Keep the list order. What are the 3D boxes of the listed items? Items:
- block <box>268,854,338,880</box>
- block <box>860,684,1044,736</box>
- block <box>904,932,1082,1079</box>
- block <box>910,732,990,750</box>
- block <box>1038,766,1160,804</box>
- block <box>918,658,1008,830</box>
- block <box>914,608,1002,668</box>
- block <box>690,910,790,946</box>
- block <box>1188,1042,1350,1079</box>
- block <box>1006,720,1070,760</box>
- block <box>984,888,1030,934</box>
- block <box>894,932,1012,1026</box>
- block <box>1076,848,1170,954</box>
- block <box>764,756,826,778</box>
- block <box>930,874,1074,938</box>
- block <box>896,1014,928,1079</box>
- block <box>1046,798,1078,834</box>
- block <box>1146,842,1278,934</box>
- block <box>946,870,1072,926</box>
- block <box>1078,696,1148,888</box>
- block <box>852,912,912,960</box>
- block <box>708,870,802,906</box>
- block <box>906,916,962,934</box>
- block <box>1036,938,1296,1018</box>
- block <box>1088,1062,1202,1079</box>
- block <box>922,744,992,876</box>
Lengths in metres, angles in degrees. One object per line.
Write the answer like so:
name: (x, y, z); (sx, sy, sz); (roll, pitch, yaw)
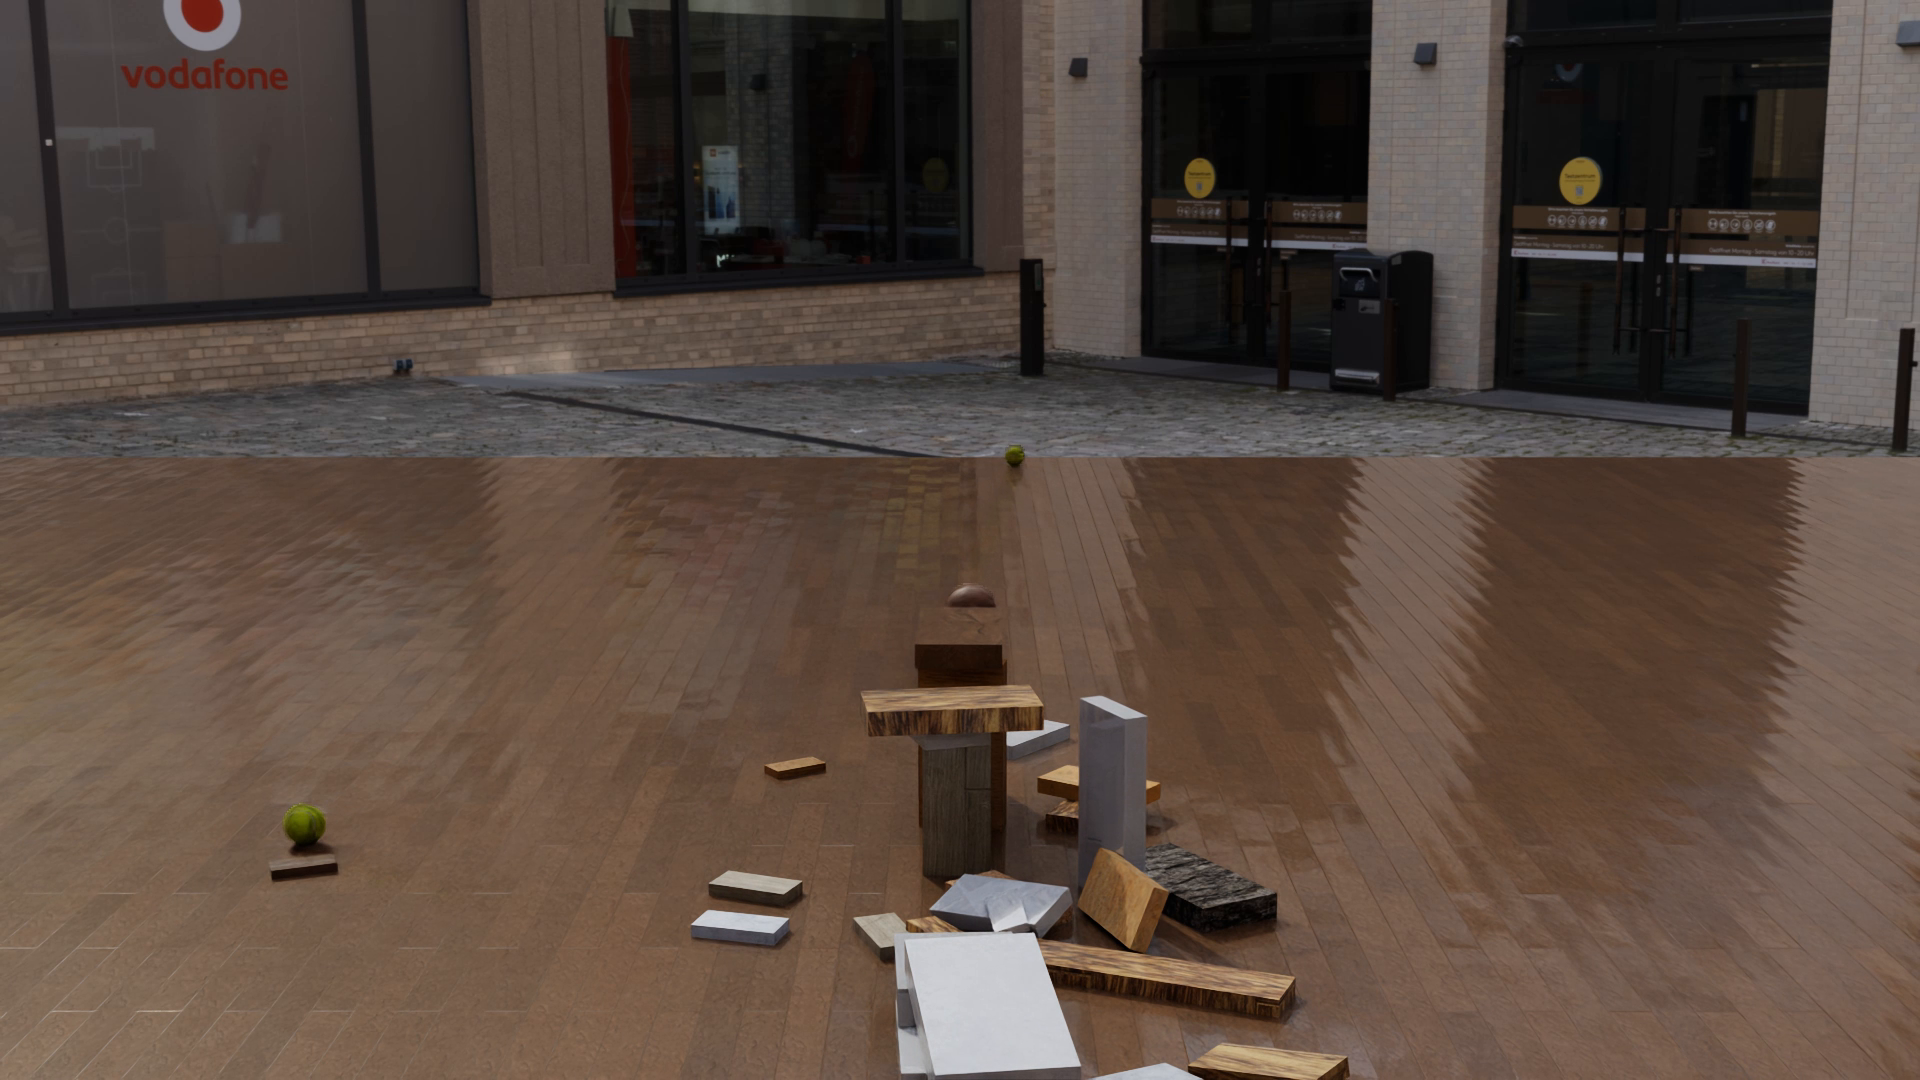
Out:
block: (-1.130, 0.561, 3.782); (0.109, 0.015, 0.054); (-4, 11, -23)
block: (-0.016, 0.288, 3.727); (0.295, 0.042, 0.148); (-1, 11, -8)
block: (0.036, 0.612, 2.821); (0.178, 0.050, 0.355); (-2, 17, -7)
block: (-0.039, 0.313, 3.801); (0.116, 0.033, 0.232); (-3, 11, -18)
block: (0.259, 0.463, 4.111); (0.206, 0.029, 0.103); (7, 13, 35)
block: (0.005, 0.370, 4.003); (0.155, 0.311, 0.044); (2, 11, 9)
block: (0.000, 0.179, 4.061); (0.155, 0.044, 0.310); (0, 11, 1)
block: (-0.348, 0.614, 3.485); (0.140, 0.020, 0.070); (3, 11, 16)
block: (0.408, 0.703, 2.912); (0.189, 0.027, 0.095); (-3, 7, 37)
block: (0.127, 0.410, 4.556); (0.103, 0.029, 0.206); (8, 13, 36)
block: (0.073, 0.583, 3.426); (0.054, 0.015, 0.108); (-17, 21, -1)
block: (-0.003, 0.620, 3.126); (0.178, 0.050, 0.356); (0, 2, -3)
block: (0.257, 0.570, 3.488); (0.029, 0.103, 0.206); (20, 2, -23)
block: (-0.327, 0.452, 4.368); (0.109, 0.015, 0.054); (-7, 13, -33)
block: (0.065, 0.582, 3.495); (0.206, 0.029, 0.103); (1, 27, 37)
block: (0.007, 0.680, 2.917); (0.178, 0.050, 0.356); (-1, 3, -3)
block: (0.246, 0.500, 4.076); (0.103, 0.029, 0.206); (5, 12, 25)
block: (0.374, 0.574, 3.642); (0.148, 0.042, 0.295); (-6, 12, -30)
block: (0.078, 0.590, 3.590); (0.103, 0.029, 0.206); (-8, 13, -36)
block: (0.250, 0.433, 3.624); (0.042, 0.325, 0.148); (-5, 12, -26)
block: (-0.114, 0.621, 3.449); (0.070, 0.020, 0.139); (-4, 11, -20)
block: (-0.341, 0.580, 3.667); (0.139, 0.020, 0.070); (4, 11, 22)
block: (-0.032, 0.611, 3.416); (0.054, 0.015, 0.108); (-3, 11, -34)
block: (0.258, 0.648, 3.286); (0.472, 0.027, 0.094); (4, 11, 22)
block: (0.272, 0.718, 2.779); (0.126, 0.036, 0.251); (-5, 3, -25)
block: (-0.006, 0.456, 3.753); (0.116, 0.232, 0.033); (0, 11, 0)
